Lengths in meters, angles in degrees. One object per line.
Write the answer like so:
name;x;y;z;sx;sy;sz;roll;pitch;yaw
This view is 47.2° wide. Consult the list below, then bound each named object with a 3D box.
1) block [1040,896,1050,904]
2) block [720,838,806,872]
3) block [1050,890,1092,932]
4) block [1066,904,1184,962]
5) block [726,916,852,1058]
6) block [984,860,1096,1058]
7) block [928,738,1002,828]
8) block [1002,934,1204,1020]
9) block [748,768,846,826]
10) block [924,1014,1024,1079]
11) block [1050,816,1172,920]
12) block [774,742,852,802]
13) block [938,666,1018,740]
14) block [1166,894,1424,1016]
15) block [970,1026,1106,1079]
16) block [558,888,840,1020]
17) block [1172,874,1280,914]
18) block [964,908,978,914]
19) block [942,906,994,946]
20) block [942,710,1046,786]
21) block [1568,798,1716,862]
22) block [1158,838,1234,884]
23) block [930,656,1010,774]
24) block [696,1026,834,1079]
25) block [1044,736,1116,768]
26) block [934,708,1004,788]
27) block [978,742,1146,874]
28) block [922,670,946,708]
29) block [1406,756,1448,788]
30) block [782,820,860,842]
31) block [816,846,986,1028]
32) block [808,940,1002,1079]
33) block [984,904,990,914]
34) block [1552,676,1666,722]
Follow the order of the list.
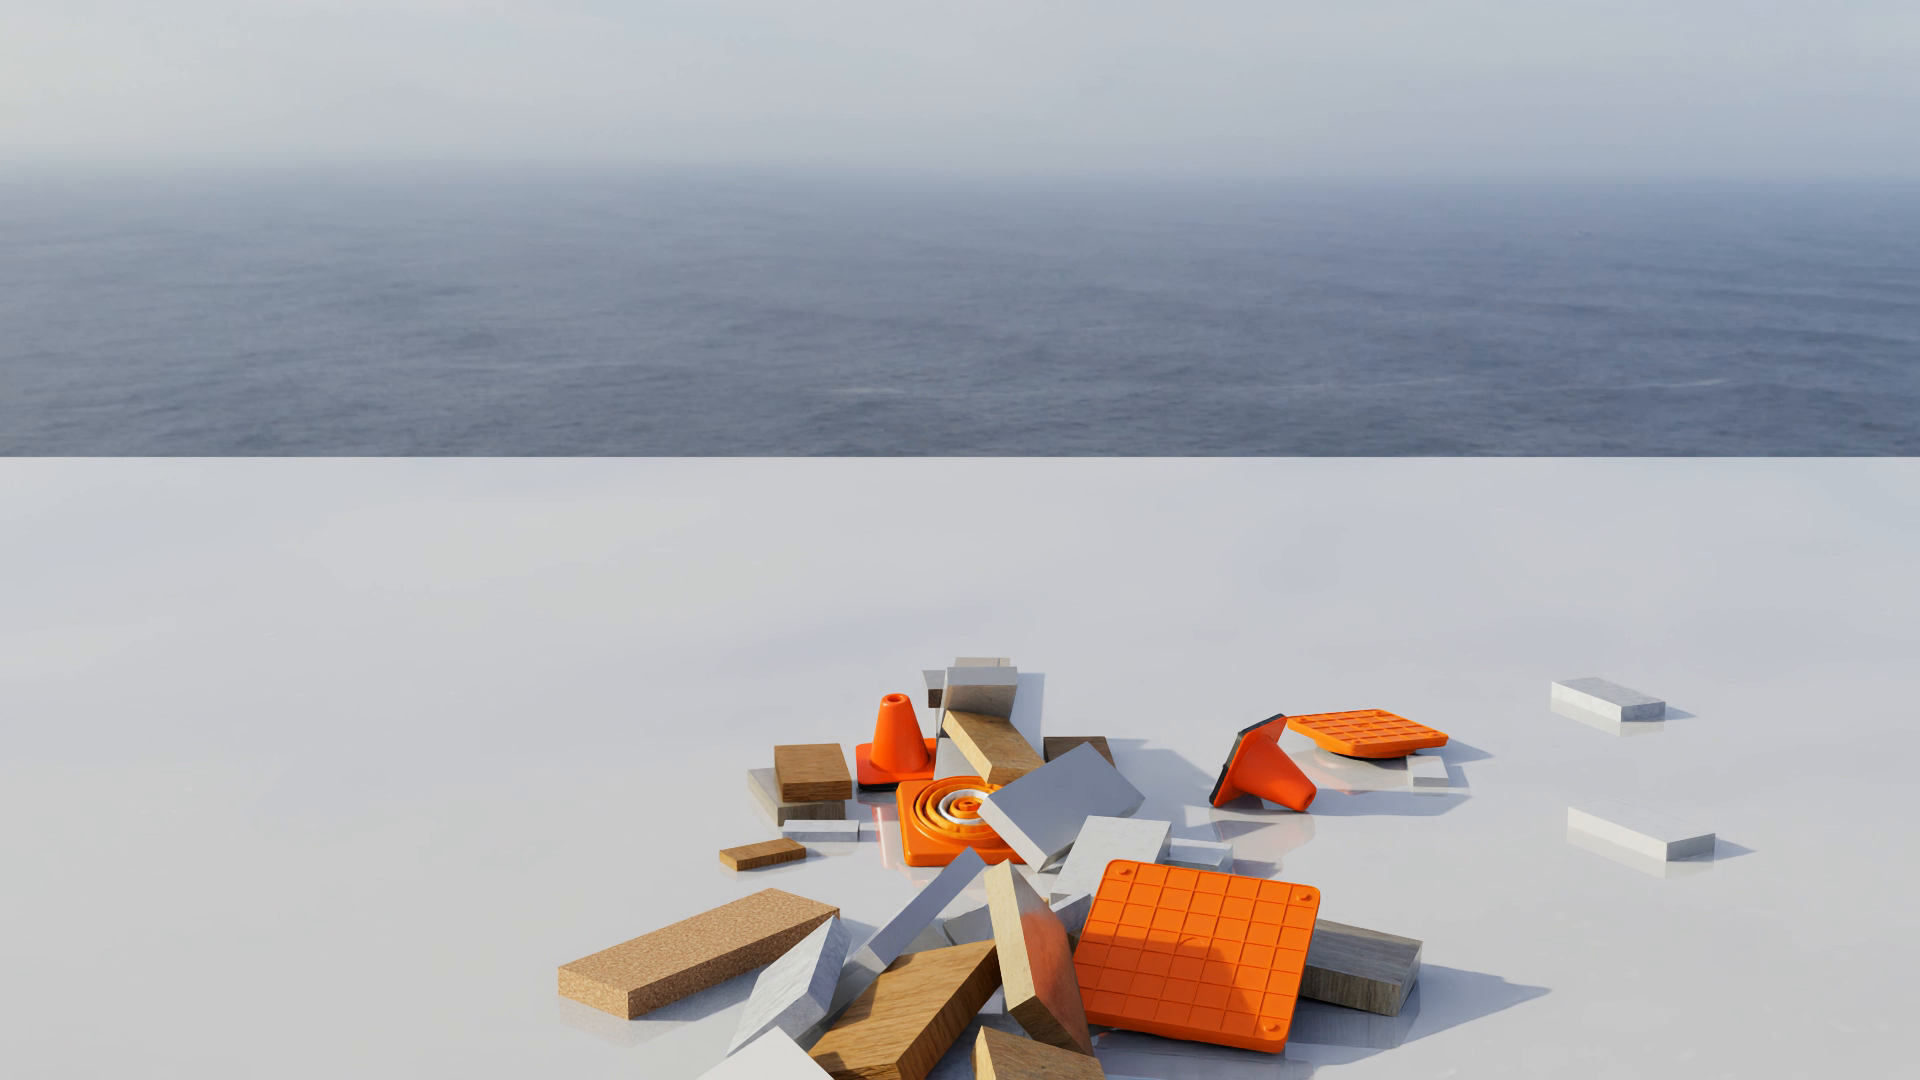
block;0.107;0.600;3.580;0.045;0.013;0.090;5;11;23
block;-0.345;0.549;3.840;0.135;0.019;0.067;-7;12;-32
block;0.157;0.601;3.416;0.020;0.072;0.143;7;13;35
block;0.271;0.618;3.441;0.197;0.028;0.099;-9;14;-40
block;-0.236;0.635;3.081;0.146;0.041;0.292;-40;6;10
block;0.108;0.590;3.042;0.043;0.152;0.303;-33;26;11
block;0.015;0.450;4.086;0.126;0.036;0.252;3;25;3
block;0.225;0.654;3.249;0.360;0.028;0.099;-10;14;-43
block;-0.311;0.481;4.158;0.128;0.036;0.256;-3;11;-17
block;-0.015;0.746;2.693;0.173;0.049;0.734;1;11;3
block;0.255;0.547;3.674;0.146;0.041;0.292;2;19;15
block;-0.281;0.440;4.178;0.128;0.036;0.256;-2;11;-8
block;0.032;0.312;4.190;0.131;0.037;0.262;0;-27;-5
block;0.501;0.617;3.289;0.346;0.049;0.173;9;15;21
block;0.114;0.711;2.698;0.163;0.046;0.326;18;11;-10
block;-0.391;0.626;3.359;0.152;0.043;0.448;9;13;39
block;0.434;0.592;3.579;0.099;0.028;0.197;7;12;32
block;0.021;0.611;3.520;0.045;0.013;0.090;5;12;25
block;0.029;0.616;3.379;0.072;0.020;0.143;-20;22;-12
block;0.069;0.389;4.079;0.126;0.036;0.252;10;16;-23
block;1.224;0.519;3.957;0.119;0.034;0.238;-6;12;-28
block;0.343;0.548;3.804;0.238;0.034;0.119;4;11;19
block;0.031;0.370;4.754;0.128;0.036;0.842;1;11;3
block;-0.222;0.716;2.691;0.163;0.046;0.326;-31;22;-19
block;0.237;0.442;4.370;0.126;0.036;0.252;0;11;-2
block;0.017;0.394;4.335;0.131;0.037;0.550;1;21;-2
block;0.182;0.470;3.898;0.152;0.043;0.303;44;37;20
block;-0.004;0.295;4.380;0.131;0.037;0.262;-1;5;-3
block;0.922;0.456;4.339;0.067;0.019;0.151;1;11;6
block;-0.250;0.525;3.968;0.135;0.019;0.068;0;11;1
block;-0.092;0.589;3.313;0.146;0.041;0.460;-44;-5;20
block;-0.077;0.645;2.939;0.173;0.049;0.346;-16;10;28
block;0.044;0.606;3.497;0.045;0.013;0.090;32;21;19
block;1.432;0.351;4.863;0.119;0.034;0.238;-4;11;-22
